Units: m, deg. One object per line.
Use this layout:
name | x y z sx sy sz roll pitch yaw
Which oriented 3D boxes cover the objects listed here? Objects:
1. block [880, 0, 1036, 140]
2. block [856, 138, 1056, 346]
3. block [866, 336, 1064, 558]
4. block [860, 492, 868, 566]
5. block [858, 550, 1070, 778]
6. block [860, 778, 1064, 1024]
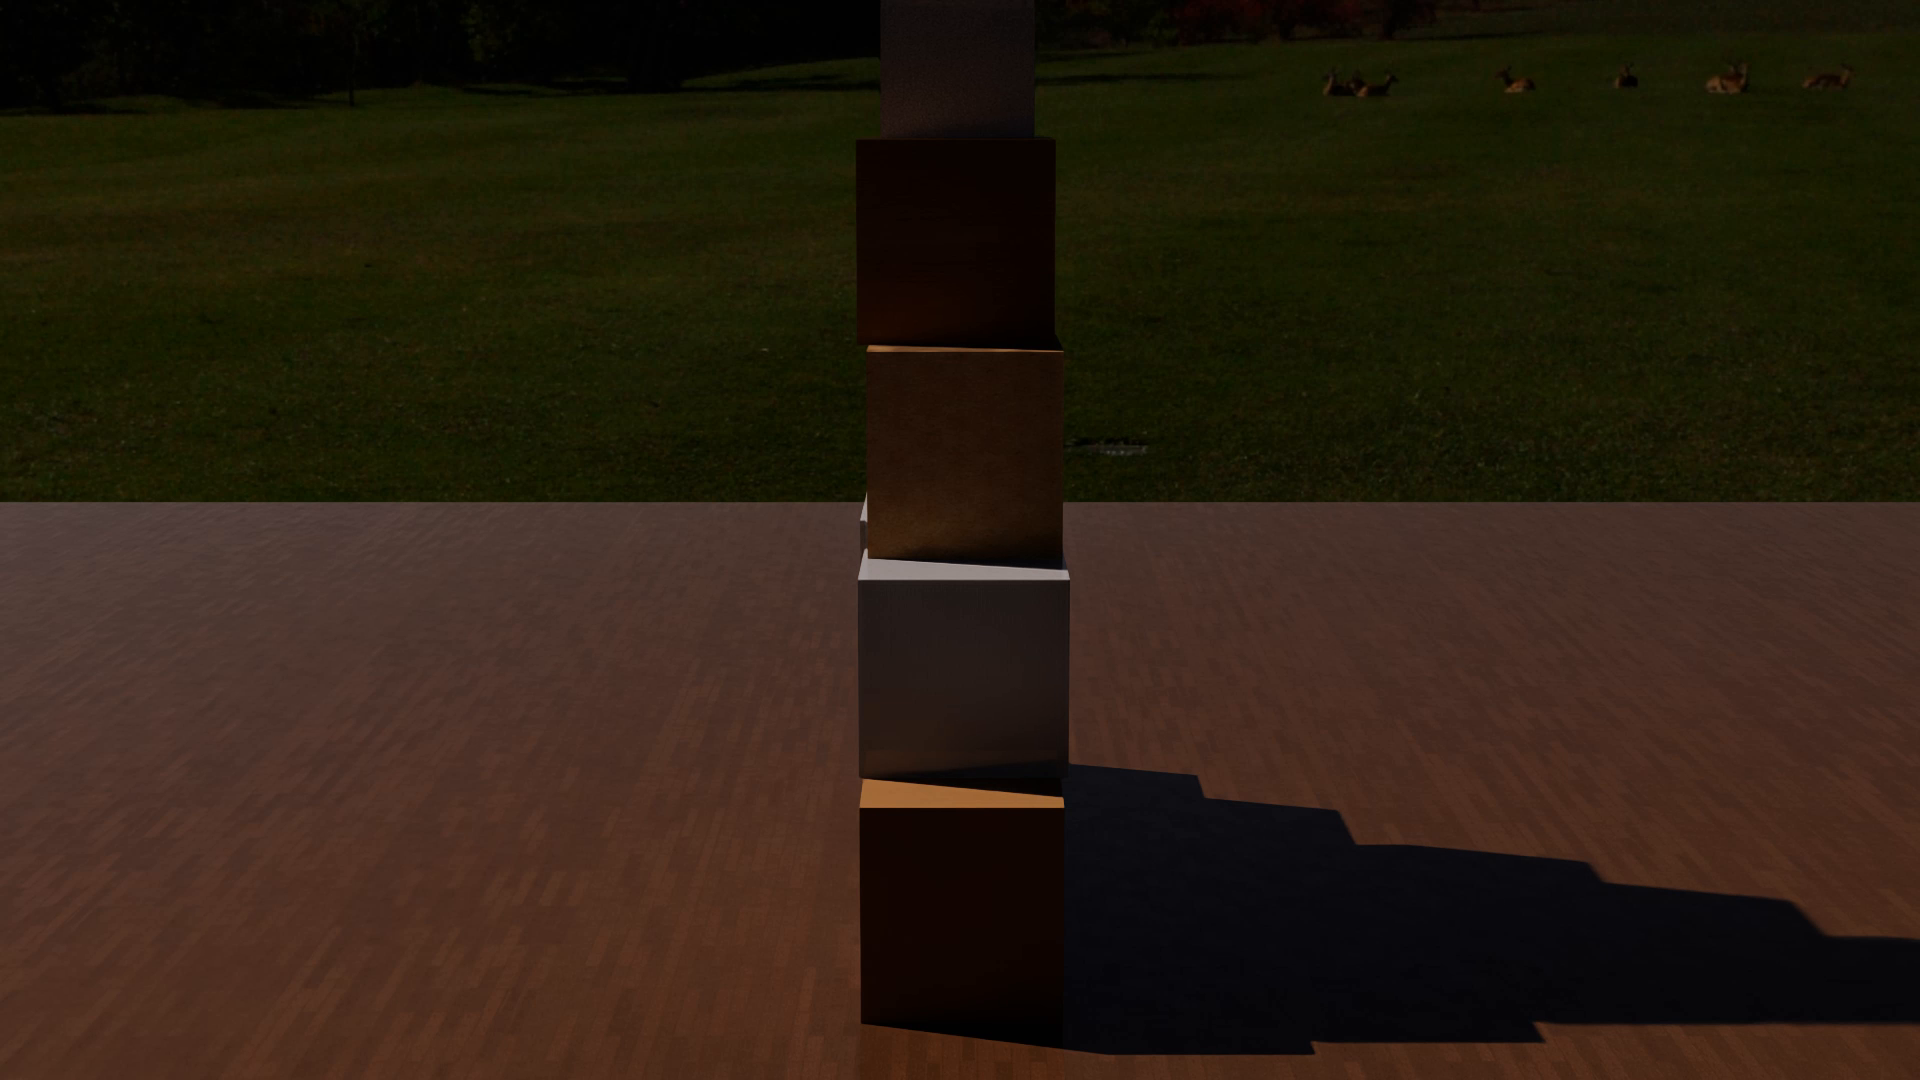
block | -0.009 -2.016 10.852 0.635 0.612 0.581 0 11 0
block | -0.017 -1.257 10.698 0.797 0.819 0.812 0 9 0
block | 0.020 -0.394 10.511 0.775 0.824 0.766 0 9 0
block | -0.014 0.227 11.540 0.831 0.786 0.919 0 10 0
block | 0.014 0.474 10.136 0.805 0.768 0.709 0 9 0
block | 0.007 1.336 9.874 0.756 0.838 0.697 0 10 0
